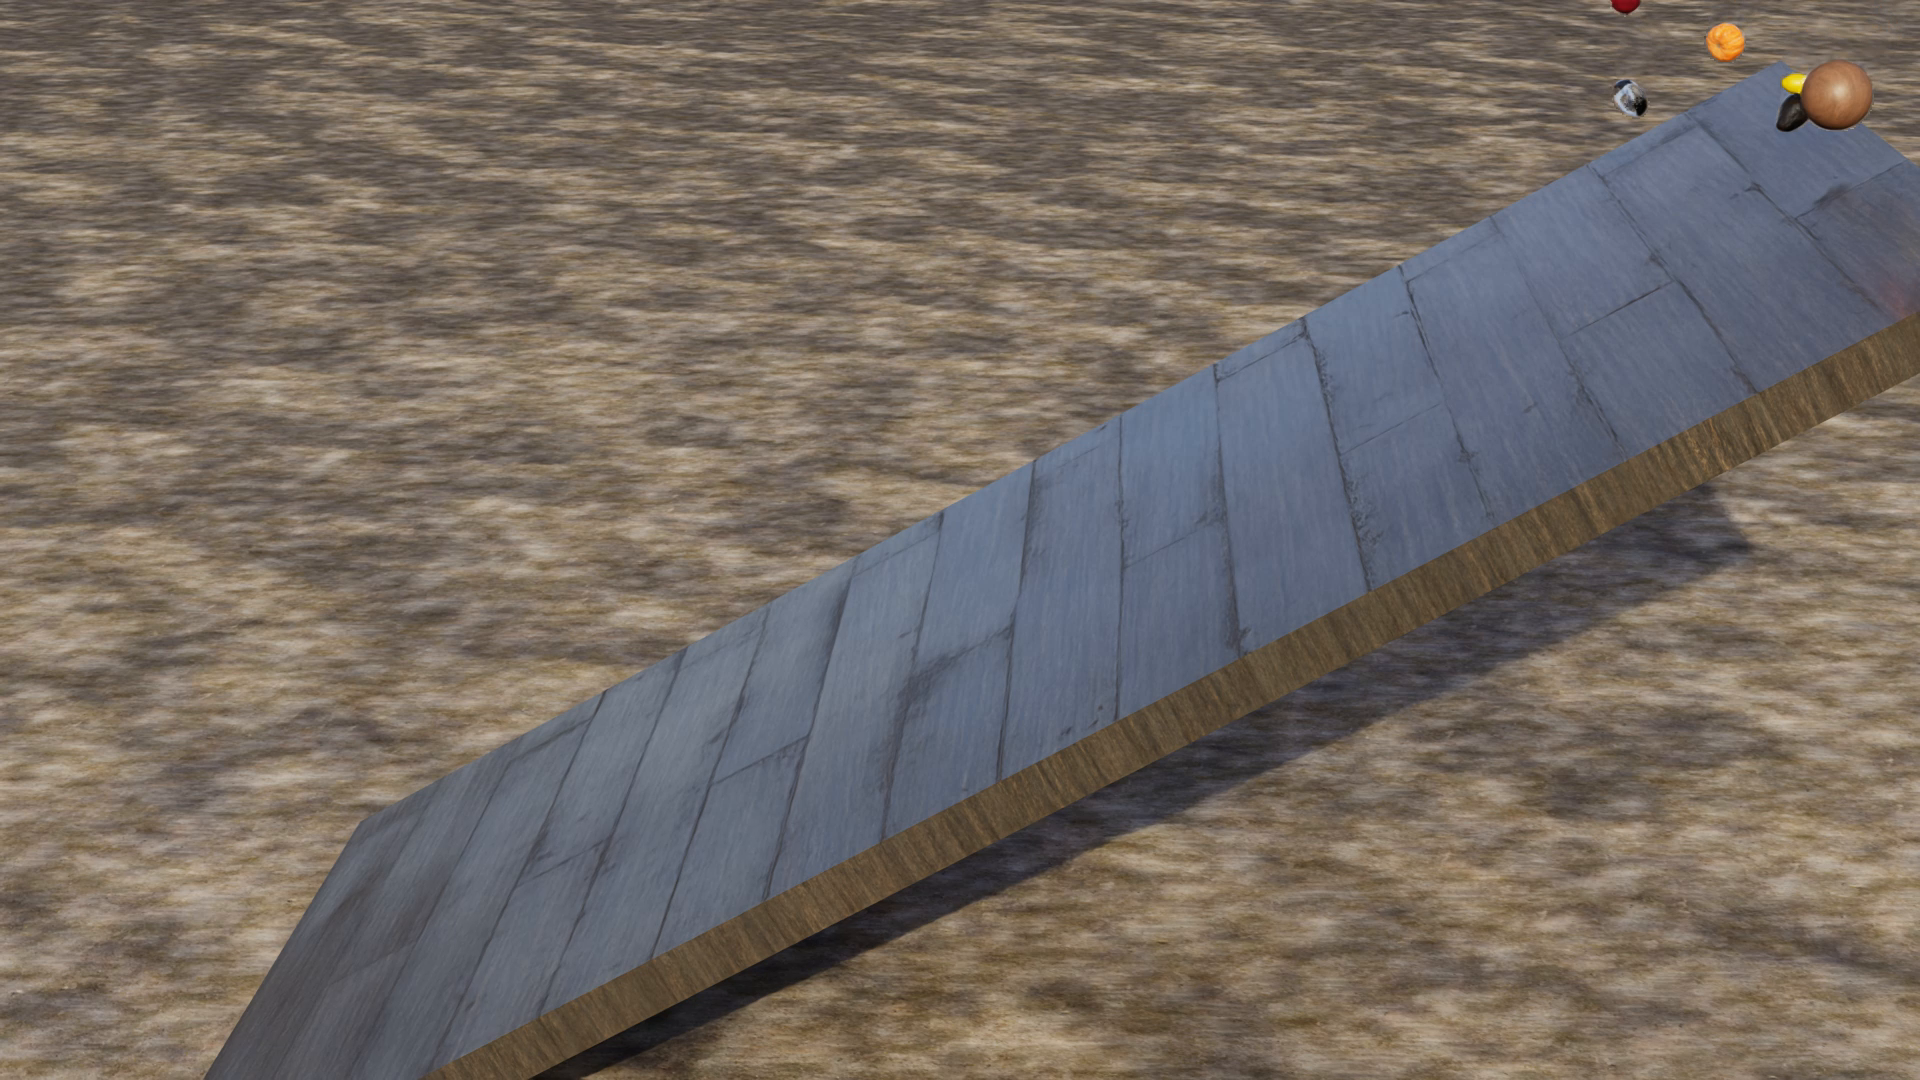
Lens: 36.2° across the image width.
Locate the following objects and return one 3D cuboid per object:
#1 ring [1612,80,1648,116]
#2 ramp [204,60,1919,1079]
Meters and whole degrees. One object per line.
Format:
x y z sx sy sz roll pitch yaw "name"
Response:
1.330 -0.878 5.839 0.027 0.082 0.082 -39 33 -16 "ring"
0.142 0.168 6.284 4.000 0.100 2.000 -28 15 12 "ramp"
